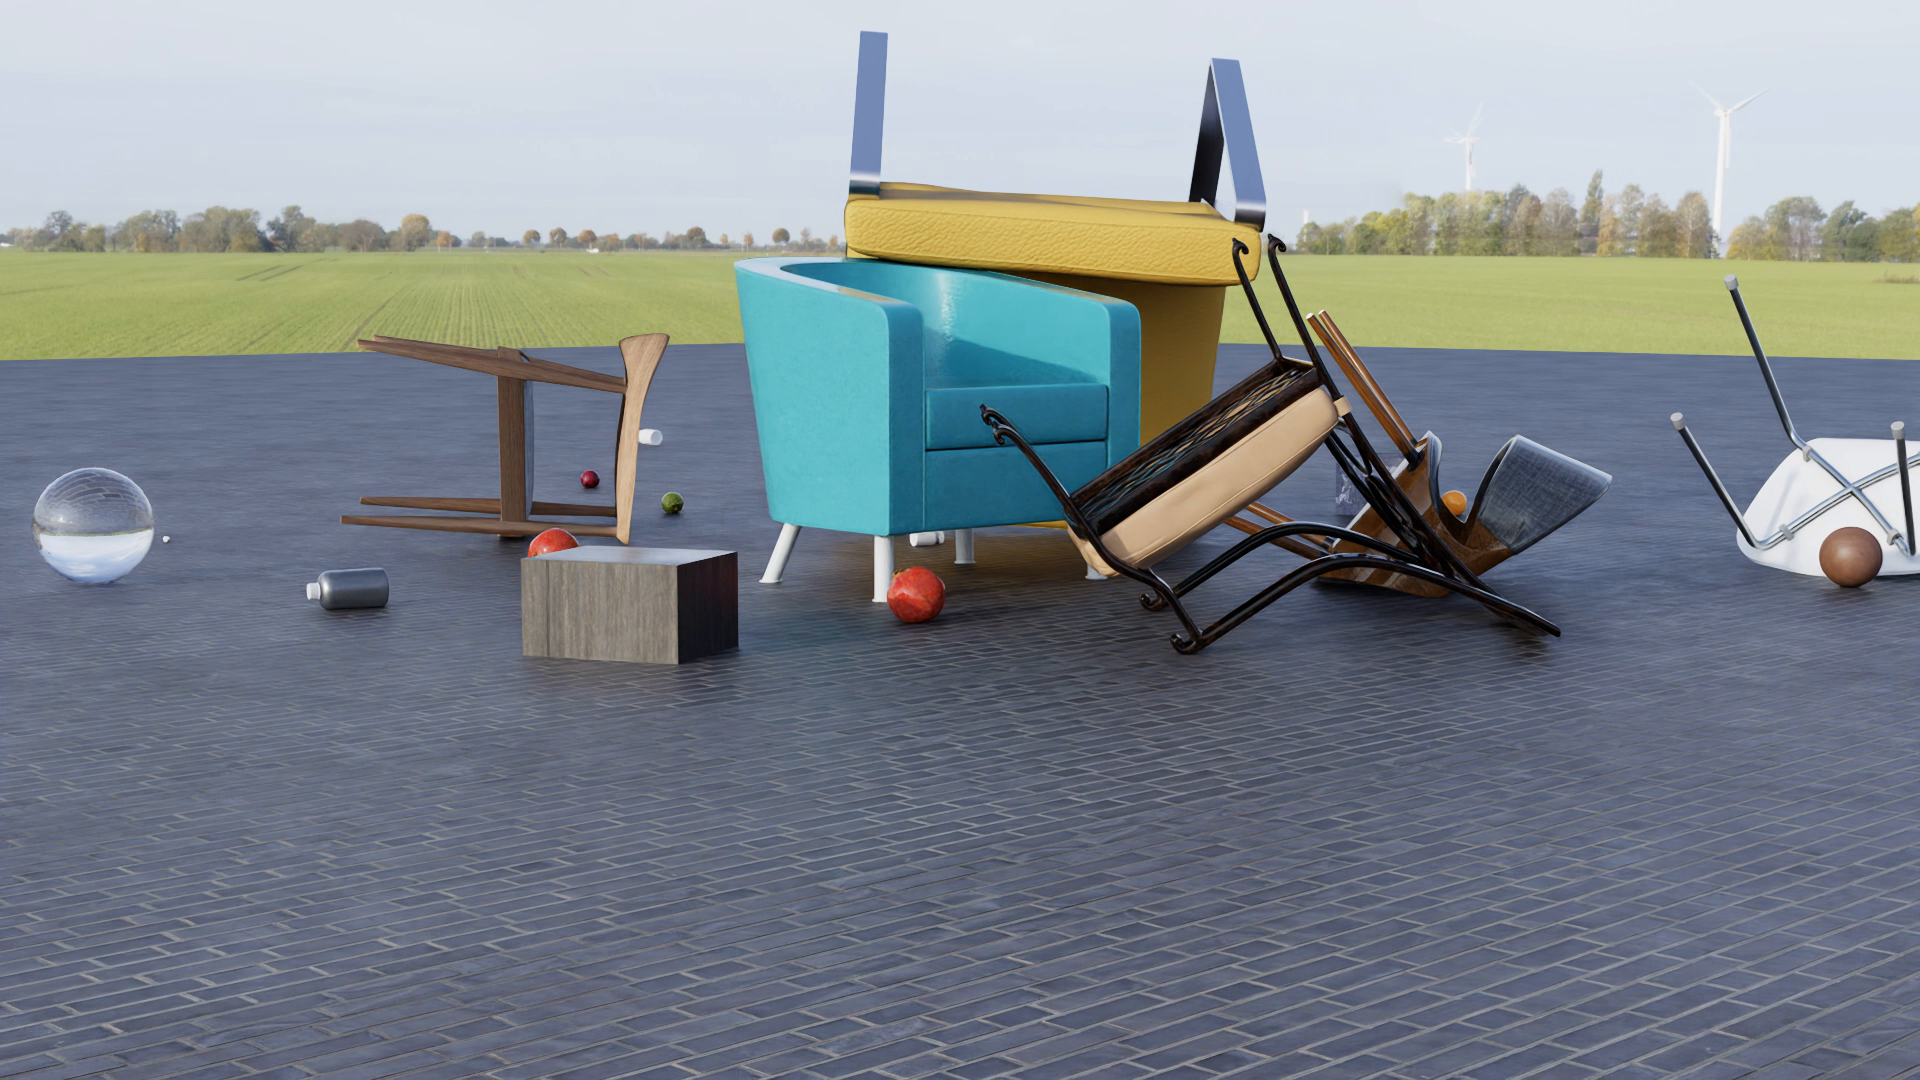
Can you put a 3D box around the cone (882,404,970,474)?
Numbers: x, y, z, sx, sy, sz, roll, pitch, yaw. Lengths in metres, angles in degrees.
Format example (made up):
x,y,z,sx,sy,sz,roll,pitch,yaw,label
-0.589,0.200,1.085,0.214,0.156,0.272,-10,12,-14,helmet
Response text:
x,y,z,sx,sy,sz,roll,pitch,yaw,label
-0.137,-0.283,8.588,0.314,0.273,0.219,-8,36,21,cone

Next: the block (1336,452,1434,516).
x,y,z,sx,sy,sz,roll,pitch,yaw,label
1.182,-0.156,7.137,0.239,0.161,0.173,2,6,20,block

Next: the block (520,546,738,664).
x,y,z,sx,sy,sz,roll,pitch,yaw,label
-0.578,0.111,4.513,0.301,0.169,0.238,2,6,20,block

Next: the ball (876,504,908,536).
x,y,z,sx,sy,sz,roll,pitch,yaw,label
-0.172,-0.050,6.512,0.080,0.080,0.080,0,6,0,ball

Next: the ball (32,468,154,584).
x,y,z,sx,sy,sz,roll,pitch,yaw,label
-1.851,-0.030,5.481,0.250,0.250,0.250,0,6,0,ball

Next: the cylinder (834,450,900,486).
x,y,z,sx,sy,sz,roll,pitch,yaw,label
-0.295,-0.231,8.144,0.187,0.103,0.108,12,11,29,cylinder
